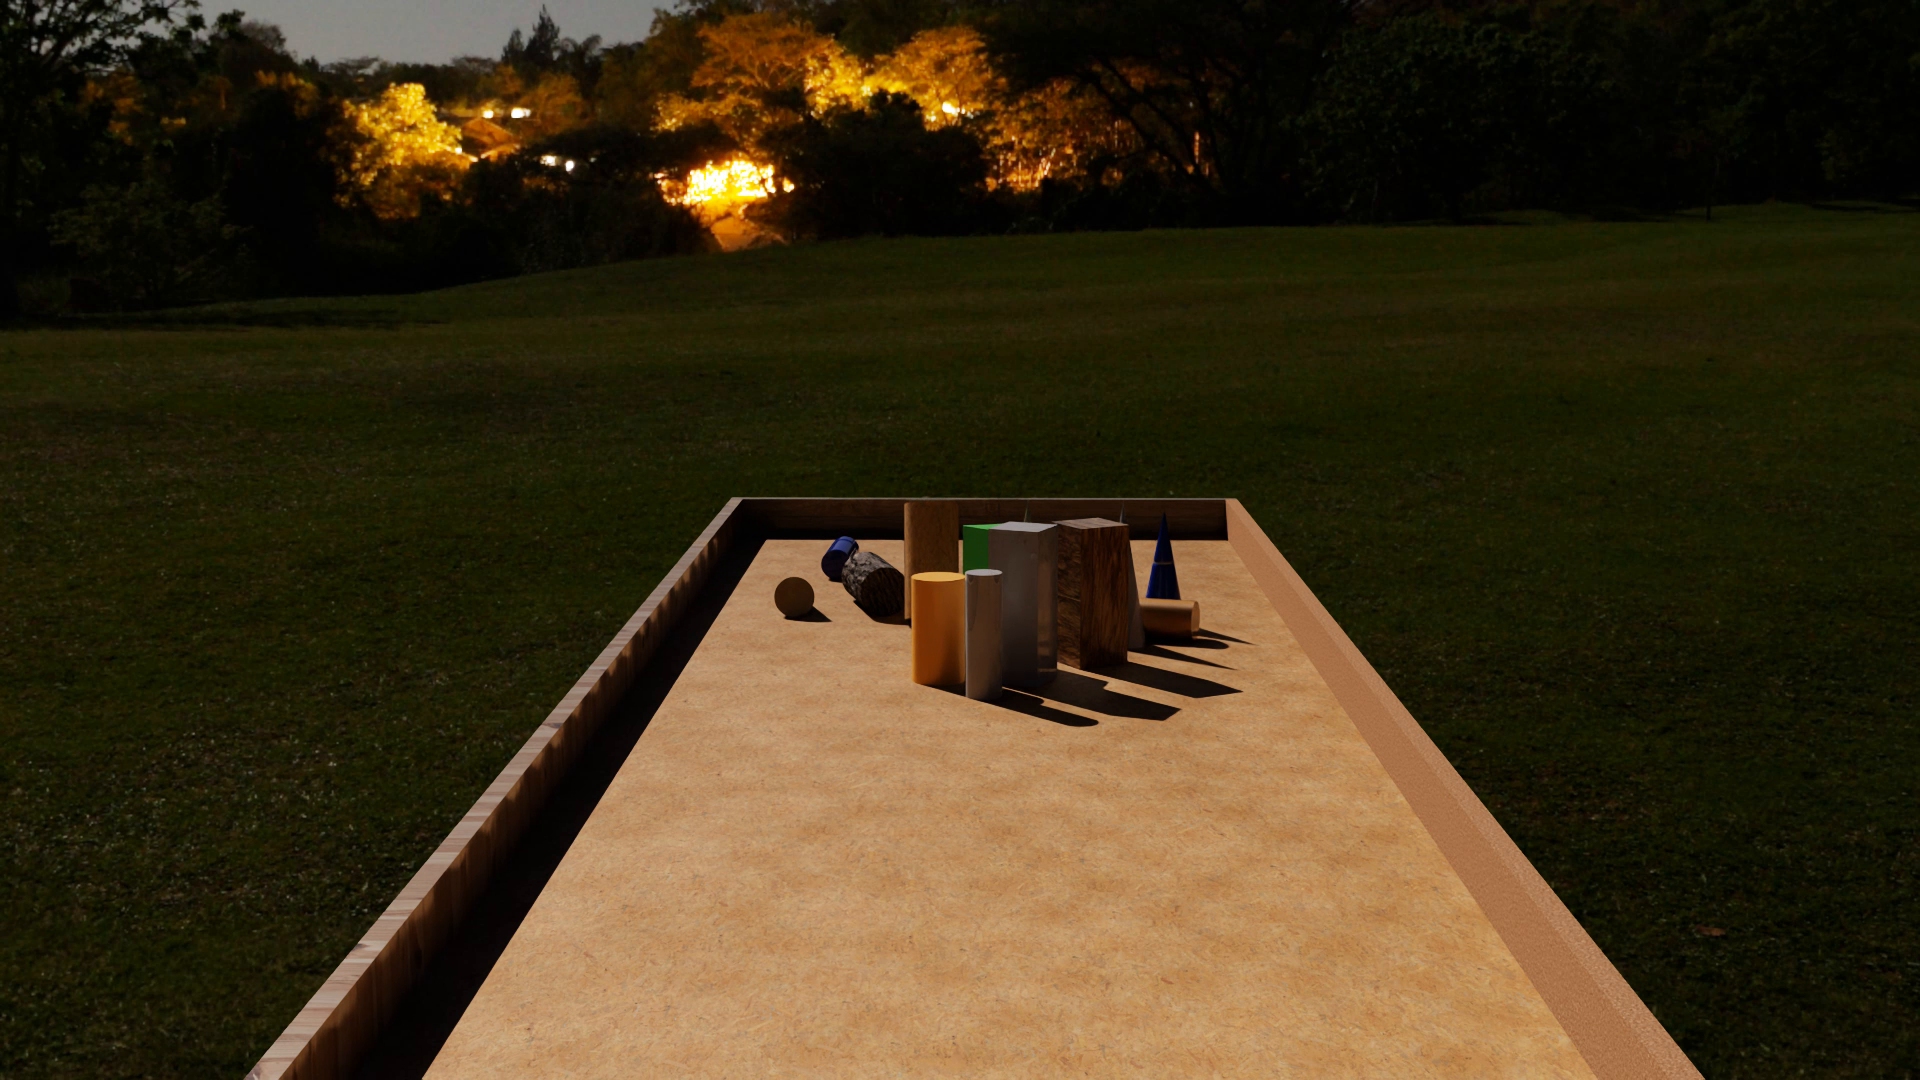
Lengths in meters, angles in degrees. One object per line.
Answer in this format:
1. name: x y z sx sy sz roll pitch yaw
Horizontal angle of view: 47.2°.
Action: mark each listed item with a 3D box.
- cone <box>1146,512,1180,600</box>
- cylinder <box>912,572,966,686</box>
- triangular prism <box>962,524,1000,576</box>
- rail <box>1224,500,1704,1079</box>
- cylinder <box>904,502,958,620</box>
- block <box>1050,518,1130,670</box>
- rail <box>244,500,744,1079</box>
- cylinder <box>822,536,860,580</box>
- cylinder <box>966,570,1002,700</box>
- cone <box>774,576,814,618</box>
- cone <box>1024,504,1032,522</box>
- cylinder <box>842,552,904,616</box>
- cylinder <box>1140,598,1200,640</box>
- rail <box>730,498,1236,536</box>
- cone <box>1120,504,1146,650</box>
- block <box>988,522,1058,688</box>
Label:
1. cone: 0.668 0.090 7.214 0.152 0.384 0.152 0 9 0
2. cylinder: -0.063 0.258 6.404 0.156 0.307 0.156 0 9 0
3. triangular prism: 0.096 0.160 6.692 0.115 0.410 0.133 -9 13 -44
4. rail: 1.046 0.843 3.208 0.050 0.150 12.000 0 9 1
5. cylinder: -0.094 0.071 7.239 0.180 0.380 0.180 0 -6 0
6. block: 0.390 0.160 6.644 0.170 0.425 0.170 -5 10 -29
7. rail: -1.004 0.839 3.234 0.050 0.150 12.000 0 9 1
8. cylinder: -0.448 0.065 8.249 0.109 0.109 0.324 0 9 3
9. cylinder: 0.067 0.266 6.197 0.104 0.355 0.104 0 9 0
10. cone: -0.554 0.197 7.554 0.135 0.135 0.352 0 -2 0
11. cone: 0.214 0.096 6.943 0.157 0.457 0.157 0 9 0
12. cylinder: -0.291 0.149 7.531 0.168 0.168 0.335 -2 9 -14
13. cylinder: 0.589 0.248 7.035 0.335 0.127 0.127 3 10 19
14. rail: 0.099 -0.098 9.147 2.100 0.150 0.050 0 9 1
15. cone: 0.510 0.104 6.900 0.154 0.455 0.154 0 9 0
16. block: 0.184 0.186 6.389 0.154 0.454 0.154 4 10 24
